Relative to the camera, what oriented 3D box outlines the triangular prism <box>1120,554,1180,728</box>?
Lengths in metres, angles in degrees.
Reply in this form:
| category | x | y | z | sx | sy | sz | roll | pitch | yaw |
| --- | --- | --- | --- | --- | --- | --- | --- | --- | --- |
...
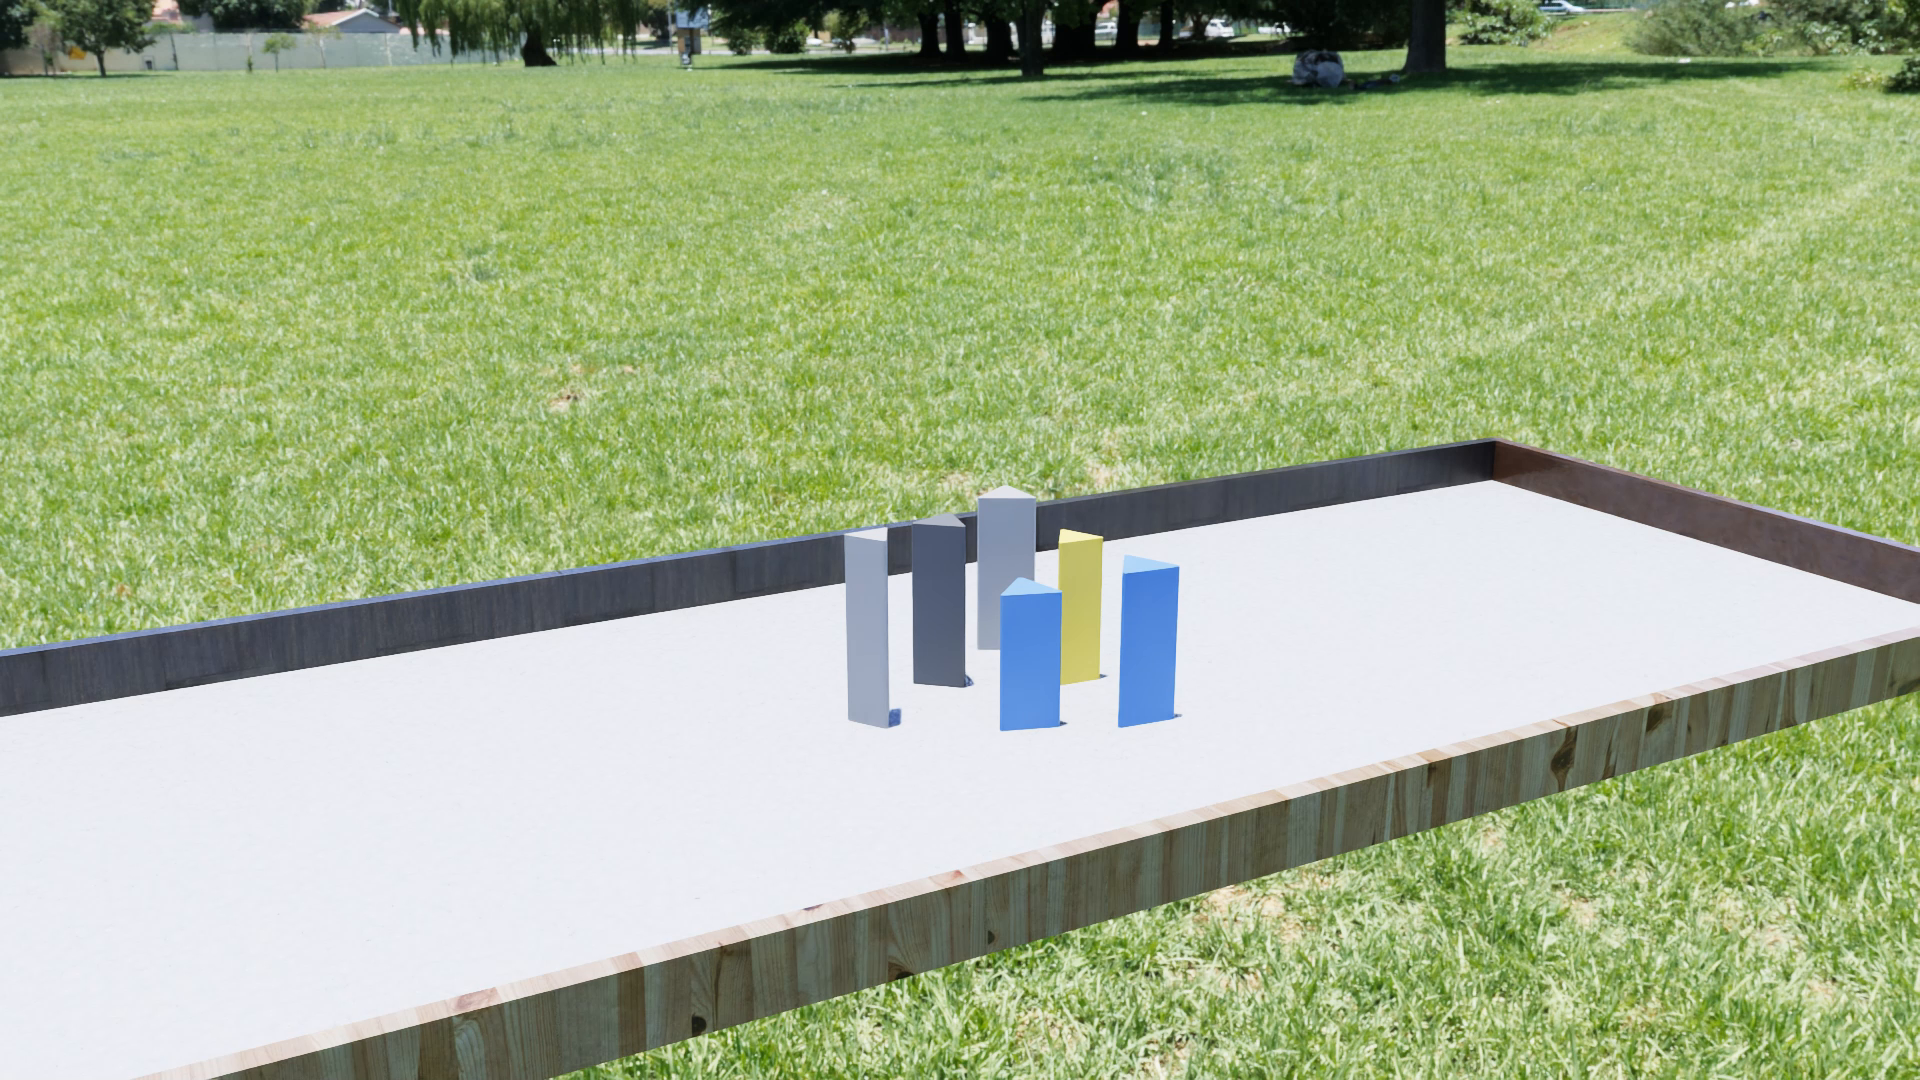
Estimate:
| category | x | y | z | sx | sy | sz | roll | pitch | yaw |
| --- | --- | --- | --- | --- | --- | --- | --- | --- | --- |
| triangular prism | 0.416 | 0.233 | 3.890 | 0.147 | 0.379 | 0.127 | -7 | 18 | -22 |

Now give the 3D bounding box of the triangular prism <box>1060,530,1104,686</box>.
| category | x | y | z | sx | sy | sz | roll | pitch | yaw |
| --- | --- | --- | --- | --- | --- | --- | --- | --- | --- |
| triangular prism | 0.277 | 0.165 | 4.134 | 0.120 | 0.372 | 0.104 | -7 | 18 | -23 |

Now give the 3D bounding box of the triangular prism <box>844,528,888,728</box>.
| category | x | y | z | sx | sy | sz | roll | pitch | yaw |
| --- | --- | --- | --- | --- | --- | --- | --- | --- | --- |
| triangular prism | -0.194 | 0.202 | 3.854 | 0.110 | 0.458 | 0.095 | 9 | 19 | 28 |

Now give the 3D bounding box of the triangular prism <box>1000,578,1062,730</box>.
| category | x | y | z | sx | sy | sz | roll | pitch | yaw |
| --- | --- | --- | --- | --- | --- | --- | --- | --- | --- |
| triangular prism | 0.152 | 0.264 | 3.866 | 0.142 | 0.332 | 0.123 | -3 | 17 | -10 |

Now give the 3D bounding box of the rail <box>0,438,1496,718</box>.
| category | x | y | z | sx | sy | sz | roll | pitch | yaw |
| --- | --- | --- | --- | --- | --- | --- | --- | --- | --- |
| rail | -3.305 | 0.497 | 3.399 | 12.000 | 0.150 | 0.050 | -9 | 18 | -27 |

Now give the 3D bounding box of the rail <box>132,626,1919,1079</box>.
| category | x | y | z | sx | sy | sz | roll | pitch | yaw |
| --- | --- | --- | --- | --- | --- | --- | --- | --- | --- |
| rail | -2.336 | 1.006 | 1.665 | 12.000 | 0.150 | 0.050 | -9 | 18 | -27 |

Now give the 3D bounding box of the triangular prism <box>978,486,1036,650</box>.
| category | x | y | z | sx | sy | sz | roll | pitch | yaw |
| --- | --- | --- | --- | --- | --- | --- | --- | --- | --- |
| triangular prism | 0.121 | 0.073 | 4.370 | 0.149 | 0.416 | 0.129 | 0 | 16 | 0 |

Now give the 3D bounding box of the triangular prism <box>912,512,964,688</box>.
| category | x | y | z | sx | sy | sz | roll | pitch | yaw |
| --- | --- | --- | --- | --- | --- | --- | --- | --- | --- |
| triangular prism | -0.040 | 0.147 | 4.113 | 0.133 | 0.417 | 0.115 | 4 | 17 | 13 |

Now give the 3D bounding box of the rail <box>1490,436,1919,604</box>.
| category | x | y | z | sx | sy | sz | roll | pitch | yaw |
| --- | --- | --- | --- | --- | --- | --- | --- | --- | --- |
| rail | 2.466 | -0.048 | 5.253 | 0.050 | 0.150 | 2.100 | -9 | 18 | -27 |
